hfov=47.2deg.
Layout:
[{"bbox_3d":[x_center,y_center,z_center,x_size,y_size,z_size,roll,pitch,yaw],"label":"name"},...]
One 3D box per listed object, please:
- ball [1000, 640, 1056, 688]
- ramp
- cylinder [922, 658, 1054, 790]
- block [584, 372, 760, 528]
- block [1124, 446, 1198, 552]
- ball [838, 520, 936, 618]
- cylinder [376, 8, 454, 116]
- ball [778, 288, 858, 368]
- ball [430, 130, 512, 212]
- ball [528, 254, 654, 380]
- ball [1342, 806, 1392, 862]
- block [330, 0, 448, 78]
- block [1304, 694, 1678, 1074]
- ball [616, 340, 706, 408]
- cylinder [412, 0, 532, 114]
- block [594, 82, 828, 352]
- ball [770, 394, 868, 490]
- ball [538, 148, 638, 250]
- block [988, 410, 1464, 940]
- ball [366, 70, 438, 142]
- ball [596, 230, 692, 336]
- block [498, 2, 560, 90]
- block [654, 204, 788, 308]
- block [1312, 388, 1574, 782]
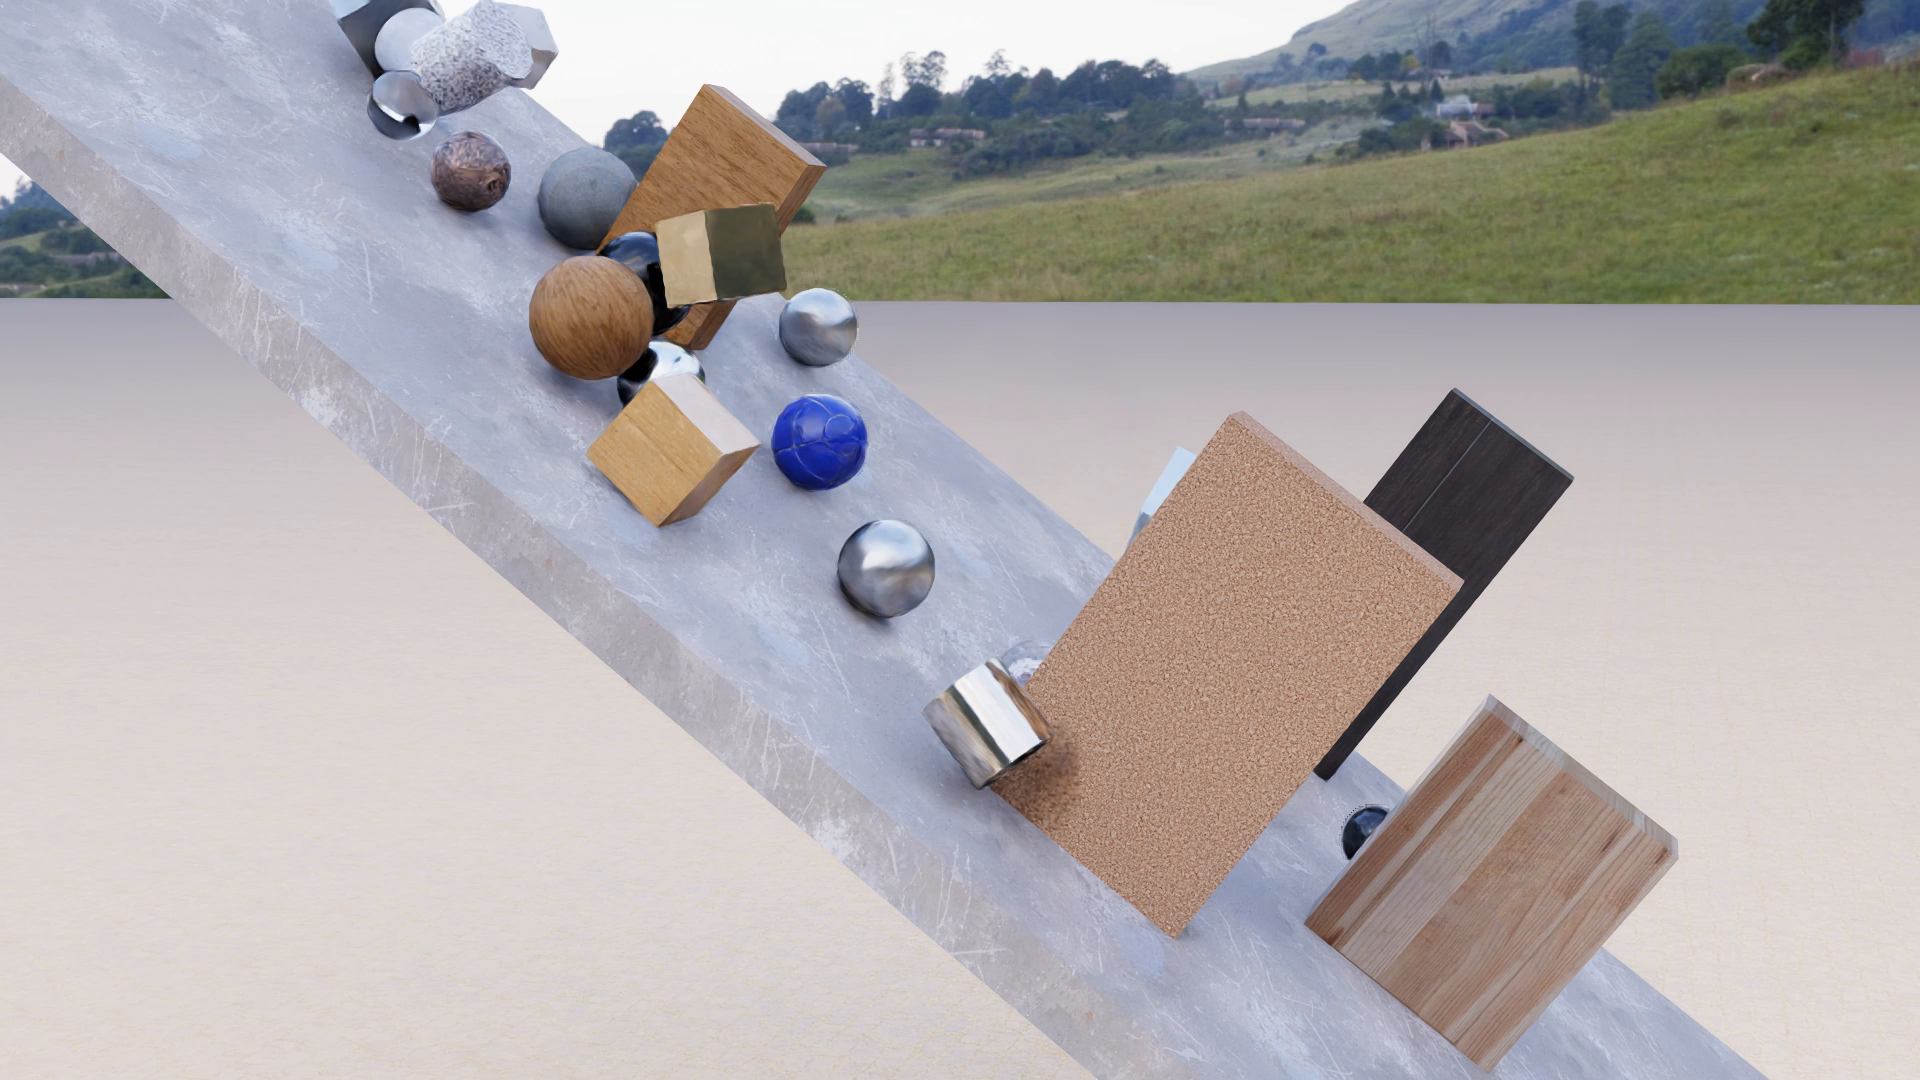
[{"bbox_3d":[0.129,0.240,3.683,0.146,0.146,0.146,0,7,0],"label":"ball"},{"bbox_3d":[-0.063,0.125,4.069,4.000,0.100,2.000,39,16,9],"label":"ramp"},{"bbox_3d":[0.042,0.271,3.246,0.141,0.141,0.141,-35,-9,-7],"label":"cylinder"},{"bbox_3d":[-0.454,-0.145,3.492,0.165,0.165,0.165,46,17,5],"label":"block"},{"bbox_3d":[0.504,-0.038,4.809,0.197,0.197,0.197,28,-31,9],"label":"block"},{"bbox_3d":[-0.123,0.048,3.674,0.164,0.164,0.164,0,7,0],"label":"ball"},{"bbox_3d":[-1.069,-0.961,4.422,0.158,0.158,0.158,-6,41,-42],"label":"cylinder"},{"bbox_3d":[-0.306,-0.457,4.737,0.170,0.170,0.170,0,7,0],"label":"ball"},{"bbox_3d":[-0.926,-0.697,4.161,0.152,0.152,0.152,0,7,0],"label":"ball"},{"bbox_3d":[-0.617,-0.372,3.681,0.209,0.209,0.209,0,7,0],"label":"ball"},{"bbox_3d":[0.786,0.568,4.153,0.129,0.129,0.129,0,7,0],"label":"ball"},{"bbox_3d":[-1.177,-1.087,4.550,0.180,0.180,0.180,-28,46,-1],"label":"block"},{"bbox_3d":[0.887,0.574,3.688,0.387,0.484,0.131,39,16,9],"label":"block"},{"bbox_3d":[-0.514,-0.269,3.787,0.152,0.152,0.152,0,7,0],"label":"ball"},{"bbox_3d":[-0.934,-0.924,4.207,0.160,0.160,0.160,-21,-3,26],"label":"cylinder"},{"bbox_3d":[-0.501,-0.629,4.310,0.265,0.446,0.103,39,16,9],"label":"block"},{"bbox_3d":[-0.257,-0.179,4.023,0.178,0.178,0.178,0,7,0],"label":"ball"},{"bbox_3d":[-0.743,-0.682,4.405,0.203,0.203,0.203,0,7,0],"label":"ball"},{"bbox_3d":[0.374,0.204,3.309,0.413,0.681,0.114,39,16,9],"label":"block"},{"bbox_3d":[-1.085,-0.846,4.280,0.137,0.137,0.137,0,7,0],"label":"ball"},{"bbox_3d":[-0.597,-0.482,4.138,0.200,0.200,0.200,0,7,0],"label":"ball"},{"bbox_3d":[-0.911,-1.007,4.482,0.116,0.116,0.116,-3,-30,-44],"label":"block"},{"bbox_3d":[-0.430,-0.510,3.954,0.156,0.156,0.156,-13,7,-40],"label":"block"},{"bbox_3d":[0.879,0.095,4.491,0.297,0.789,0.103,39,16,9],"label":"block"}]
